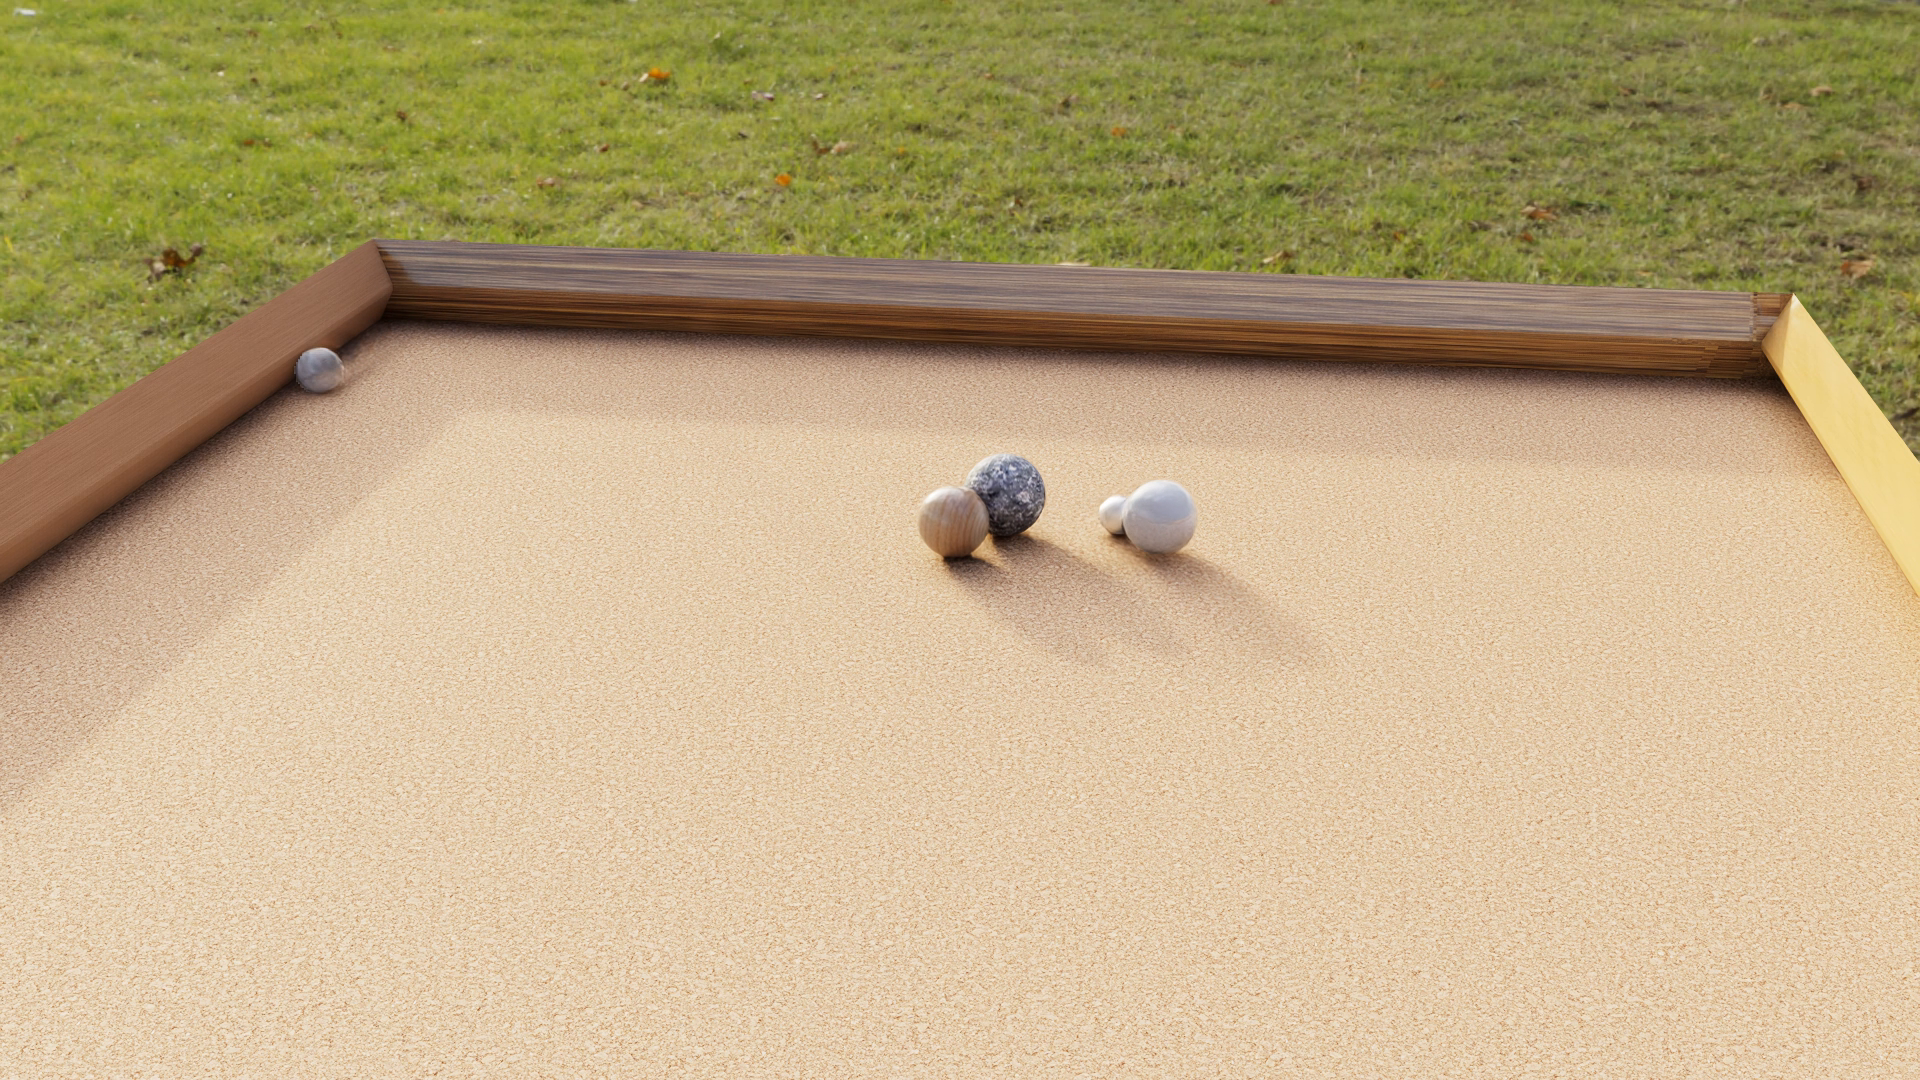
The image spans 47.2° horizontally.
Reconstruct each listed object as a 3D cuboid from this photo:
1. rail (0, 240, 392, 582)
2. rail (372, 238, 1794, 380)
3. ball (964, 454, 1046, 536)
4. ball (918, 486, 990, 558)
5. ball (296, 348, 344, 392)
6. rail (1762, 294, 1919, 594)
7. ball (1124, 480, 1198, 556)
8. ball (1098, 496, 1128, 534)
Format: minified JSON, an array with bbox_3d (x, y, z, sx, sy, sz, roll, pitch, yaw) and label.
[{"bbox_3d":[-1.153,0.243,1.791,0.045,0.126,3.540,3,22,8],"label":"rail"},{"bbox_3d":[0.131,-0.339,3.249,2.109,0.126,0.045,3,22,8],"label":"rail"},{"bbox_3d":[0.052,-0.053,2.574,0.097,0.097,0.097,0,22,0],"label":"ball"},{"bbox_3d":[-0.008,-0.021,2.514,0.083,0.083,0.083,0,22,0],"label":"ball"},{"bbox_3d":[-0.899,-0.239,3.086,0.063,0.063,0.063,0,22,0],"label":"ball"},{"bbox_3d":[0.884,0.359,1.501,0.045,0.126,3.540,3,22,8],"label":"rail"},{"bbox_3d":[0.230,-0.025,2.520,0.086,0.086,0.086,0,22,0],"label":"ball"},{"bbox_3d":[0.186,-0.029,2.584,0.046,0.046,0.046,0,22,0],"label":"ball"}]
